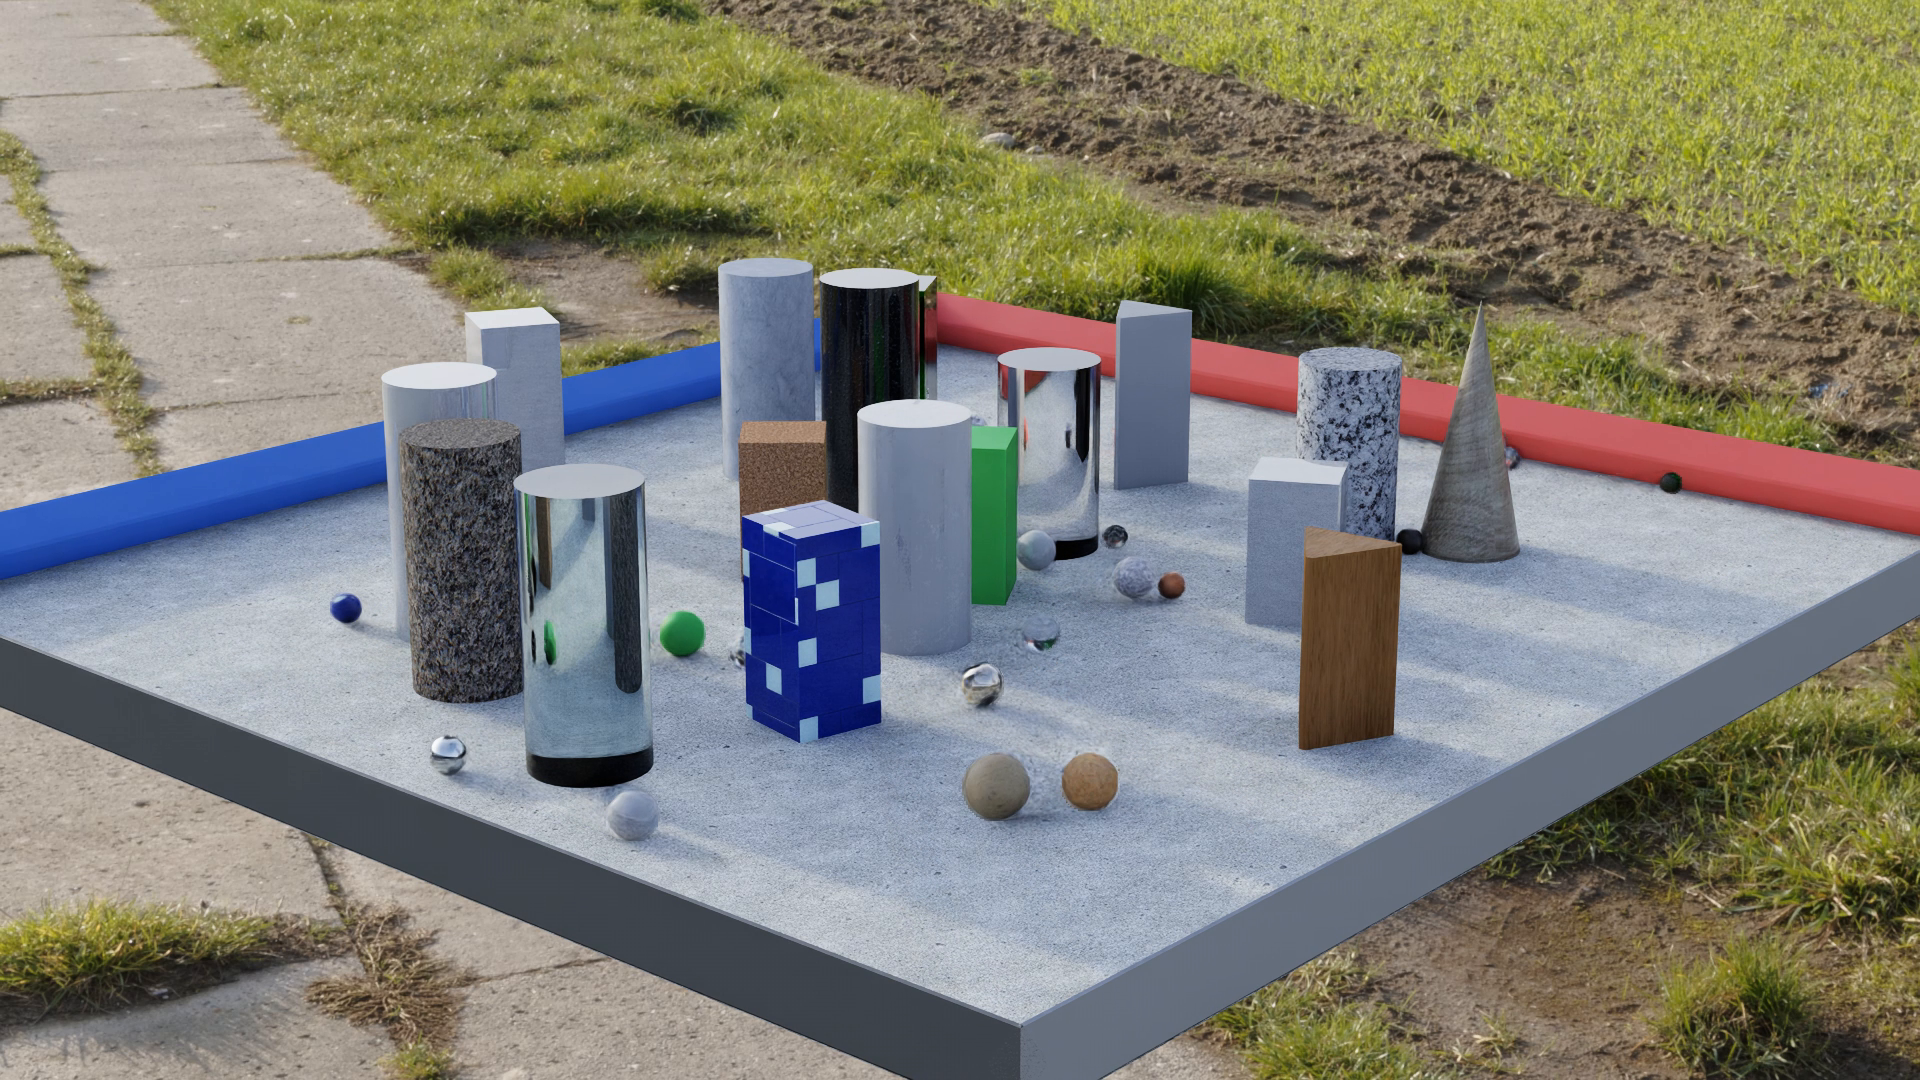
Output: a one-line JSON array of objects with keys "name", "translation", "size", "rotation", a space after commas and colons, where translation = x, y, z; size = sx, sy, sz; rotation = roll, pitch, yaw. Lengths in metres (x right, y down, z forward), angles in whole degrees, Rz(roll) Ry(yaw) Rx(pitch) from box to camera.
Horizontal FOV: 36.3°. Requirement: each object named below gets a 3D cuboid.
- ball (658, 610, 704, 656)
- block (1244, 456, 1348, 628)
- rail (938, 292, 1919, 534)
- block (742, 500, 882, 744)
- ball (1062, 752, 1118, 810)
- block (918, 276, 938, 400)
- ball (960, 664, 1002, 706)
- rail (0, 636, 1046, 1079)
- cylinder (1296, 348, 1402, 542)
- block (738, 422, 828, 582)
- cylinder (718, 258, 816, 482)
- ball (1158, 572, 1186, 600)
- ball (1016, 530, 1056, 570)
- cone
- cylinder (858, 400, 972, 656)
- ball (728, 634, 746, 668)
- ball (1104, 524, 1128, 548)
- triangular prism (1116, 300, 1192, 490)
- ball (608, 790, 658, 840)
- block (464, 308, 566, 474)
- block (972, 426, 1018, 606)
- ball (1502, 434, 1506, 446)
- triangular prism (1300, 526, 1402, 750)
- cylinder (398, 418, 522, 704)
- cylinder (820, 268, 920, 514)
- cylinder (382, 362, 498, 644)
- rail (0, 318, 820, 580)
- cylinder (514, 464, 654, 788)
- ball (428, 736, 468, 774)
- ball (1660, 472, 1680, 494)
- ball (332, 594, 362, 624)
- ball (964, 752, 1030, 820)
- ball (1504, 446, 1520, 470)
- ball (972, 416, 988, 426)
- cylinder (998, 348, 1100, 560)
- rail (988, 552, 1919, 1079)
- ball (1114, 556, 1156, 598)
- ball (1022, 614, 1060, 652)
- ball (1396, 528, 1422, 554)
[{"name": "ball", "translation": [-0.456, 0.153, 4.802], "size": [0.074, 0.074, 0.074], "rotation": [0, 17, 0]}, {"name": "block", "translation": [0.573, 0.004, 4.984], "size": [0.150, 0.254, 0.150], "rotation": [4, 17, 13]}, {"name": "rail", "translation": [0.921, -0.277, 6.136], "size": [2.658, 0.121, 0.045], "rotation": [14, 22, 39]}, {"name": "block", "translation": [-0.226, 0.123, 4.473], "size": [0.150, 0.322, 0.150], "rotation": [-12, 21, -35]}, {"name": "ball", "translation": [0.185, 0.343, 4.162], "size": [0.081, 0.081, 0.081], "rotation": [0, 17, 0]}, {"name": "block", "translation": [-0.133, -0.349, 5.971], "size": [0.150, 0.358, 0.150], "rotation": [3, 17, 9]}, {"name": "ball", "translation": [0.034, 0.225, 4.576], "size": [0.066, 0.066, 0.066], "rotation": [0, 17, 0]}, {"name": "rail", "translation": [-0.921, 0.338, 4.105], "size": [2.658, 0.121, 0.045], "rotation": [14, 22, 39]}, {"name": "cylinder", "translation": [0.711, -0.166, 5.389], "size": [0.187, 0.344, 0.187], "rotation": [0, 17, 0]}, {"name": "block", "translation": [-0.313, -0.070, 5.226], "size": [0.150, 0.254, 0.150], "rotation": [0, 17, -1]}, {"name": "cylinder", "translation": [-0.382, -0.336, 5.826], "size": [0.187, 0.418, 0.187], "rotation": [0, 17, 0]}, {"name": "ball", "translation": [0.368, 0.079, 5.091], "size": [0.047, 0.047, 0.047], "rotation": [0, 17, 0]}, {"name": "ball", "translation": [0.136, 0.018, 5.250], "size": [0.073, 0.073, 0.073], "rotation": [0, 17, 0]}, {"name": "cone", "translation": [0.934, -0.208, 5.317], "size": [0.187, 0.466, 0.187], "rotation": [0, 17, 0]}, {"name": "cylinder", "translation": [-0.074, -0.022, 4.840], "size": [0.187, 0.386, 0.187], "rotation": [0, 17, 0]}, {"name": "ball", "translation": [-0.346, 0.180, 4.743], "size": [0.055, 0.055, 0.055], "rotation": [0, 17, 0]}, {"name": "ball", "translation": [0.286, -0.006, 5.381], "size": [0.044, 0.044, 0.044], "rotation": [0, 17, 0]}, {"name": "triangular prism", "translation": [0.352, -0.292, 5.803], "size": [0.162, 0.345, 0.140], "rotation": [-7, 18, -22]}, {"name": "ball", "translation": [-0.453, 0.380, 4.058], "size": [0.069, 0.069, 0.069], "rotation": [0, 17, 0]}, {"name": "block", "translation": [-0.850, -0.245, 5.609], "size": [0.150, 0.368, 0.150], "rotation": [-6, 18, -20]}, {"name": "block", "translation": [0.015, -0.045, 5.101], "size": [0.150, 0.279, 0.150], "rotation": [2, 17, 8]}, {"name": "ball", "translation": [1.072, -0.194, 5.954], "size": [0.072, 0.072, 0.072], "rotation": [0, 17, 0]}, {"name": "triangular prism", "translation": [0.558, 0.142, 4.445], "size": [0.162, 0.301, 0.140], "rotation": [-7, 18, -23]}, {"name": "cylinder", "translation": [-0.778, 0.031, 4.619], "size": [0.187, 0.413, 0.187], "rotation": [0, 17, 0]}, {"name": "cylinder", "translation": [-0.170, -0.274, 5.558], "size": [0.187, 0.453, 0.187], "rotation": [0, 17, 0]}, {"name": "cylinder", "translation": [-0.854, -0.060, 4.872], "size": [0.187, 0.440, 0.187], "rotation": [0, 17, 0]}, {"name": "rail", "translation": [-0.986, -0.217, 5.940], "size": [0.045, 0.121, 2.857], "rotation": [14, 22, 39]}, {"name": "cylinder", "translation": [-0.547, 0.124, 4.273], "size": [0.187, 0.436, 0.187], "rotation": [0, 17, 0]}, {"name": "ball", "translation": [-0.750, 0.315, 4.296], "size": [0.057, 0.057, 0.057], "rotation": [0, 17, 0]}, {"name": "ball", "translation": [1.389, -0.112, 5.734], "size": [0.041, 0.041, 0.041], "rotation": [0, 17, 0]}, {"name": "ball", "translation": [-1.038, 0.116, 4.963], "size": [0.051, 0.051, 0.051], "rotation": [0, 17, 0]}, {"name": "ball", "translation": [0.053, 0.347, 4.127], "size": [0.094, 0.094, 0.094], "rotation": [0, 17, 0]}, {"name": "ball", "translation": [1.101, -0.164, 5.896], "size": [0.047, 0.047, 0.047], "rotation": [0, 17, 0]}, {"name": "ball", "translation": [0.029, -0.230, 6.090], "size": [0.060, 0.060, 0.060], "rotation": [0, 17, 0]}, {"name": "cylinder", "translation": [0.161, -0.158, 5.349], "size": [0.187, 0.353, 0.187], "rotation": [0, 17, 0]}, {"name": "rail", "translation": [0.986, 0.278, 4.302], "size": [0.045, 0.121, 2.857], "rotation": [14, 22, 39]}, {"name": "ball", "translation": [0.304, 0.065, 5.095], "size": [0.073, 0.073, 0.073], "rotation": [0, 17, 0]}, {"name": "ball", "translation": [0.132, 0.153, 4.820], "size": [0.062, 0.062, 0.062], "rotation": [0, 17, 0]}, {"name": "ball", "translation": [0.819, 0.002, 5.344], "size": [0.049, 0.049, 0.049], "rotation": [0, 17, 0]}]
